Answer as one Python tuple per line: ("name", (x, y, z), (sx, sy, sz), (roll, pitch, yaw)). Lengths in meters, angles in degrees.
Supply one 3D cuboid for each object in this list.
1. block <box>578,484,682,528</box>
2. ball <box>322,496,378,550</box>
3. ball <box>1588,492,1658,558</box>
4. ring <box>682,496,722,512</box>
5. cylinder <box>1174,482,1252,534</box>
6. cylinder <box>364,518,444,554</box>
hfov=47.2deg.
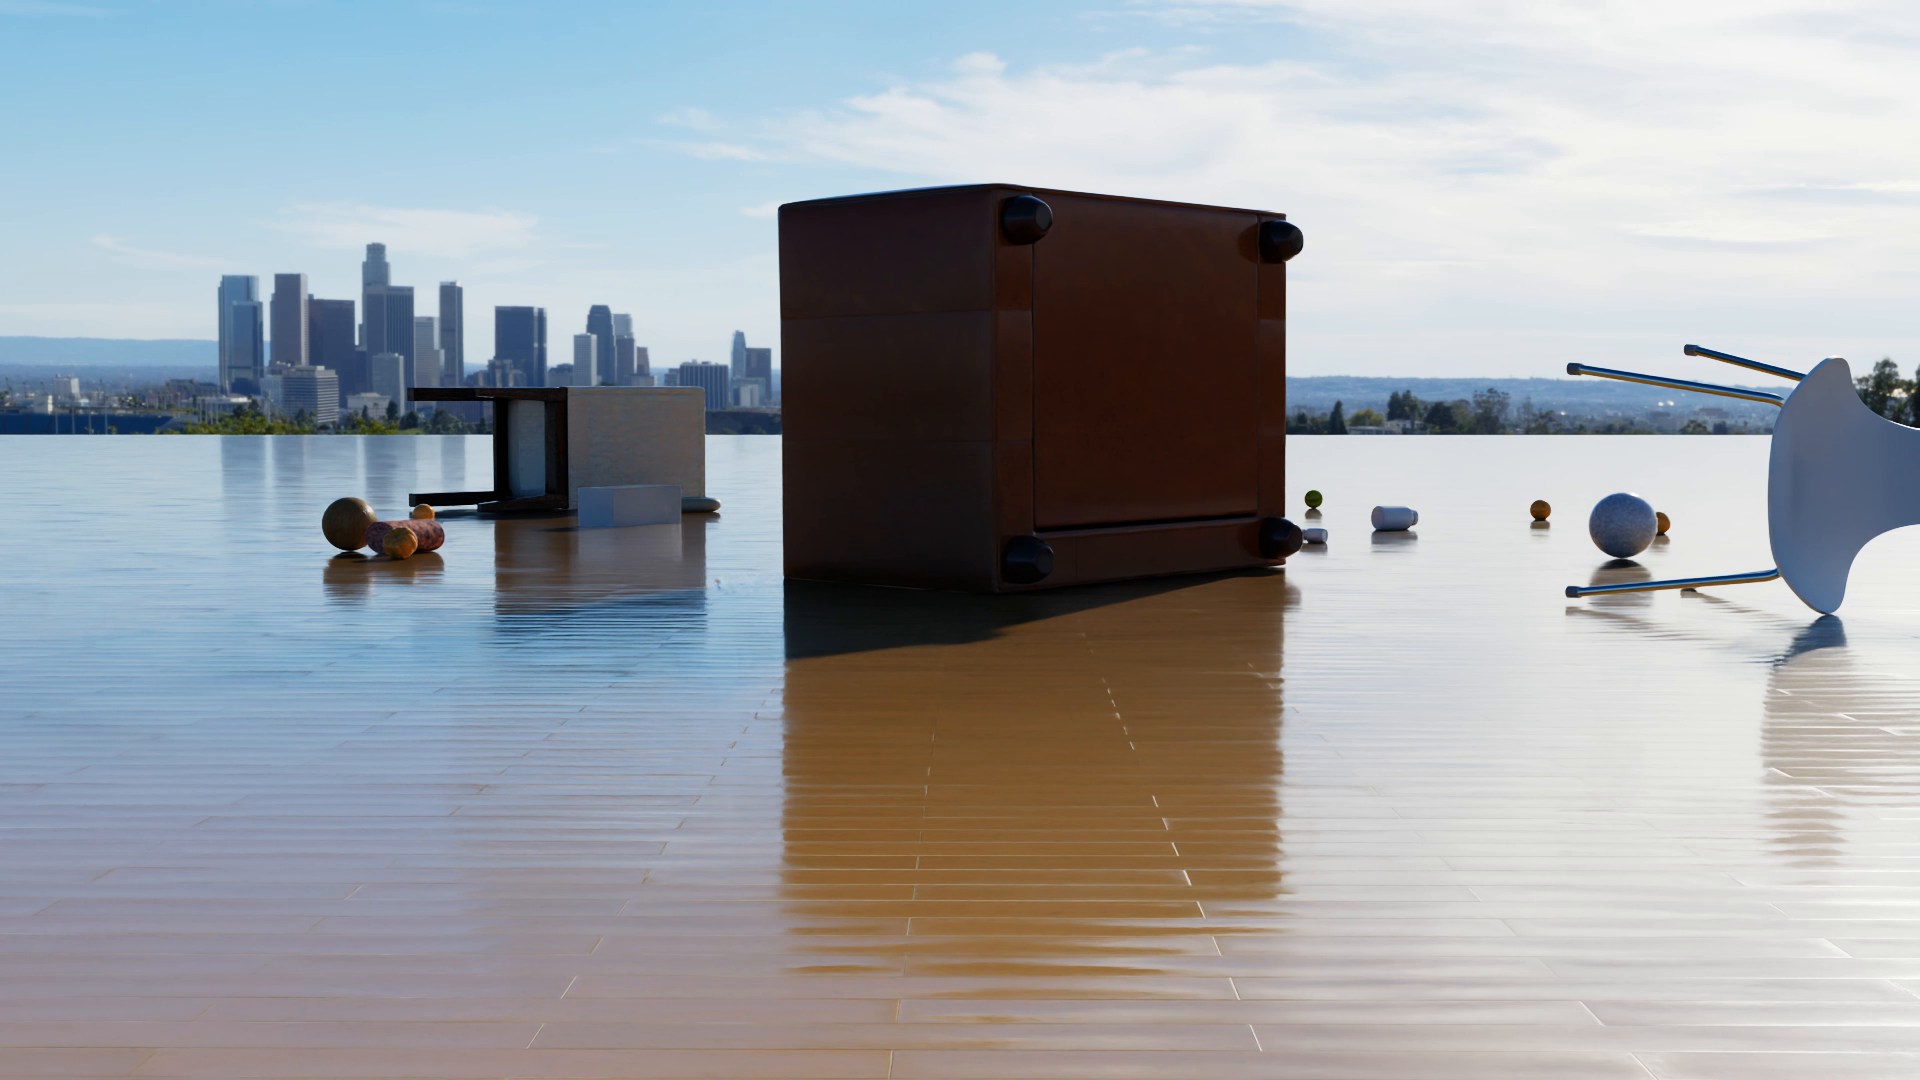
("block", (-1.095, -0.115, 7.305), (0.152, 0.126, 0.340), (3, 5, 33))
("ball", (-1.693, -0.044, 6.100), (0.150, 0.150, 0.150), (0, 4, 0))
("ball", (1.759, -0.040, 5.833), (0.177, 0.177, 0.177), (0, 4, 0))
("ring", (-0.987, -0.130, 8.071), (0.226, 0.052, 0.131), (-1, 5, -3))
("cylinder", (0.785, -0.099, 6.833), (0.190, 0.158, 0.152), (4, 16, 44))
("cylinder", (-1.527, -0.010, 6.051), (0.138, 0.088, 0.163), (7, 8, 36))
